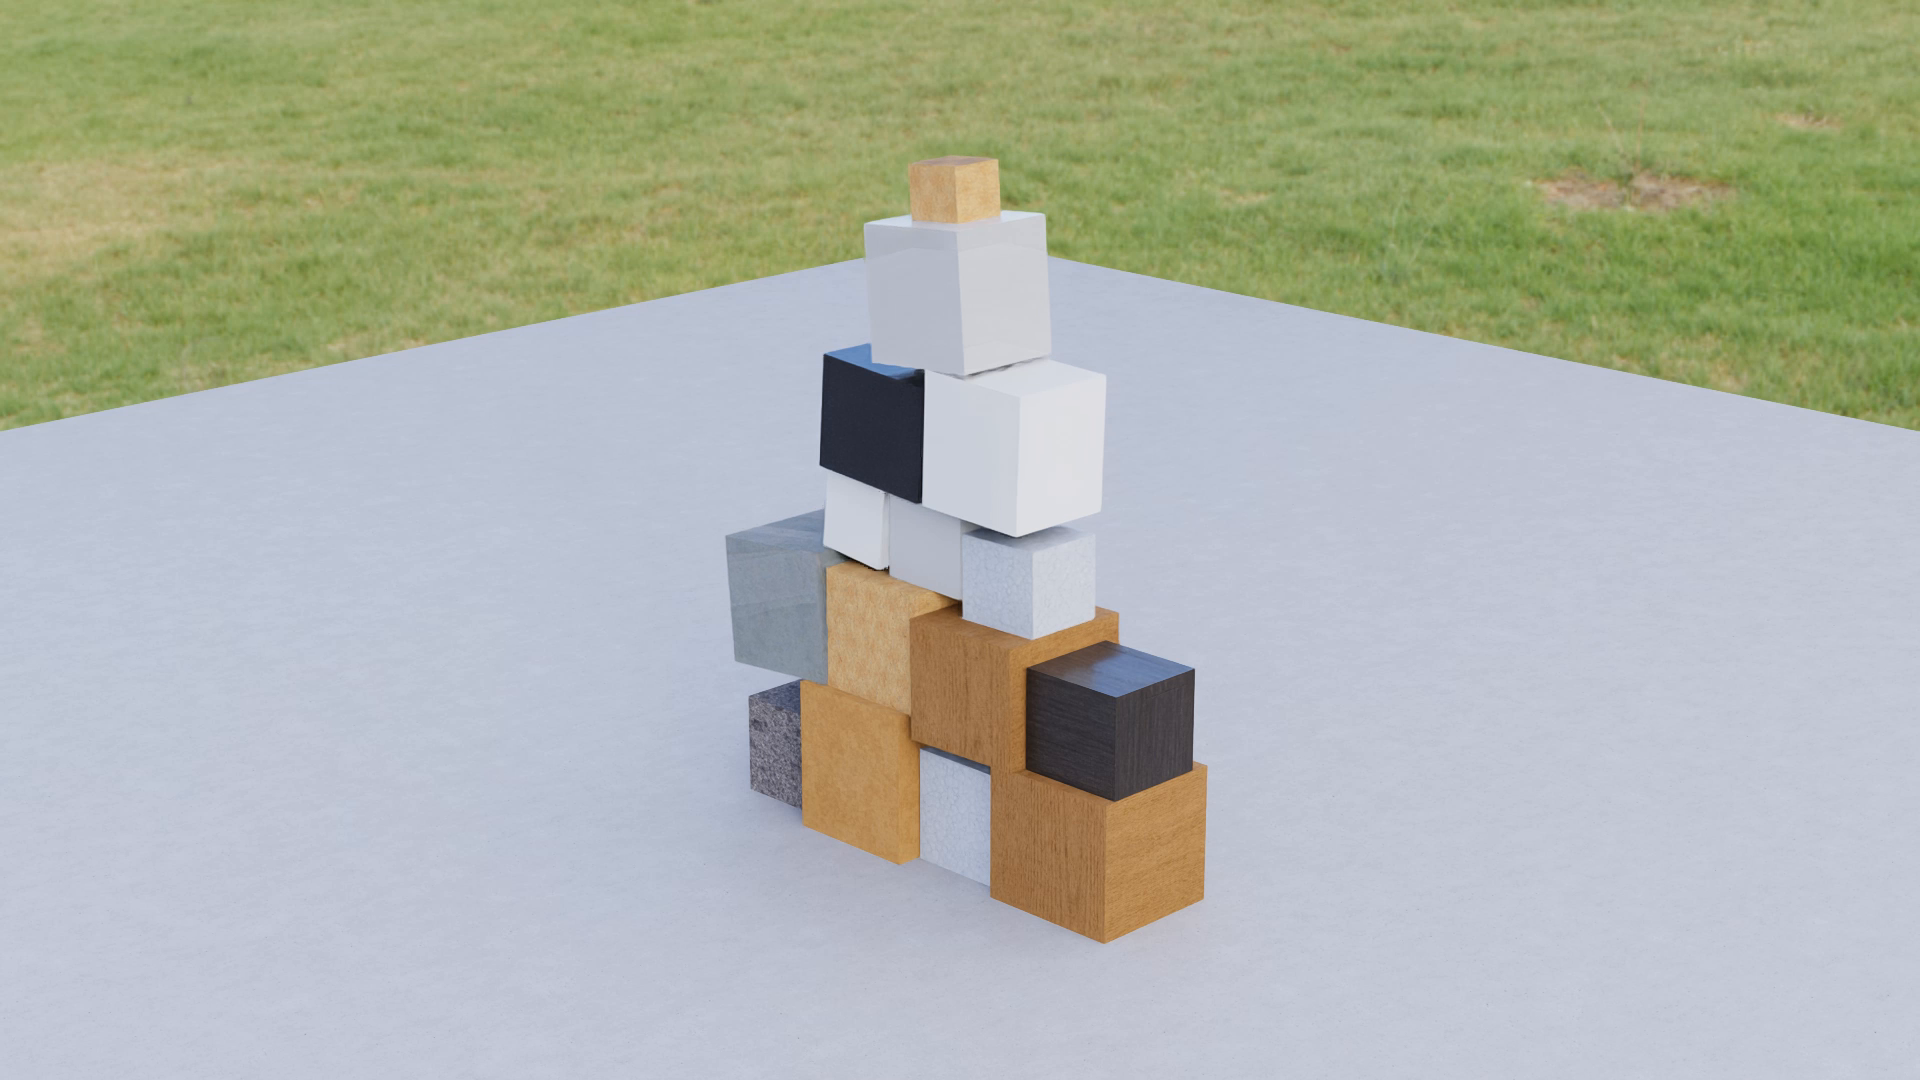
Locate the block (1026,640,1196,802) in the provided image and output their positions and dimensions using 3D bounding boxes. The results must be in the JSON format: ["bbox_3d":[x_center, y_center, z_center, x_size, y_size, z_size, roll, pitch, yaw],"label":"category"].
[{"bbox_3d":[0.660,0.788,12.884,0.513,0.479,0.527,-17,24,-42],"label":"block"}]

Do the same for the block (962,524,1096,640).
[{"bbox_3d":[0.307,0.164,13.084,0.436,0.399,0.400,15,23,43],"label":"block"}]

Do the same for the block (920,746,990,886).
[{"bbox_3d":[0.186,1.220,13.555,0.522,0.544,0.528,-17,24,-42],"label":"block"}]

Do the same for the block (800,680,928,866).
[{"bbox_3d":[-0.263,1.009,13.916,0.715,0.731,0.664,-17,24,-42],"label":"block"}]

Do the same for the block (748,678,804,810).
[{"bbox_3d":[-0.681,0.997,14.361,0.480,0.487,0.513,-17,24,-42],"label":"block"}]

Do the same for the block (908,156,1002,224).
[{"bbox_3d":[-0.023,-1.537,12.874,0.288,0.251,0.270,11,20,44],"label":"block"}]

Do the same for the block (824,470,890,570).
[{"bbox_3d":[-0.344,-0.157,13.643,0.416,0.415,0.379,-17,30,-42],"label":"block"}]

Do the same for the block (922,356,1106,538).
[{"bbox_3d":[0.237,-0.436,12.928,0.579,0.627,0.543,19,25,42],"label":"block"}]

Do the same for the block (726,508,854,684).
[{"bbox_3d":[-0.657,0.260,14.087,0.633,0.627,0.636,-17,19,-42],"label":"block"}]

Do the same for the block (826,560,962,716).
[{"bbox_3d":[-0.200,0.405,13.651,0.590,0.580,0.591,-17,24,-42],"label":"block"}]

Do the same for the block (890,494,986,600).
[{"bbox_3d":[-0.009,-0.031,13.357,0.429,0.425,0.447,-17,26,-42],"label":"block"}]

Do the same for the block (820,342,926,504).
[{"bbox_3d":[-0.185,-0.568,13.385,0.619,0.538,0.652,-17,28,-42],"label":"block"}]

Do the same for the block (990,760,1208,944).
[{"bbox_3d":[0.617,1.305,13.113,0.665,0.646,0.694,-17,24,-42],"label":"block"}]

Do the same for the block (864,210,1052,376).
[{"bbox_3d":[-0.008,-1.111,12.973,0.550,0.624,0.581,-17,19,-42],"label":"block"}]

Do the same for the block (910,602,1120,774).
[{"bbox_3d":[0.248,0.616,13.276,0.710,0.577,0.627,-17,23,-42],"label":"block"}]
